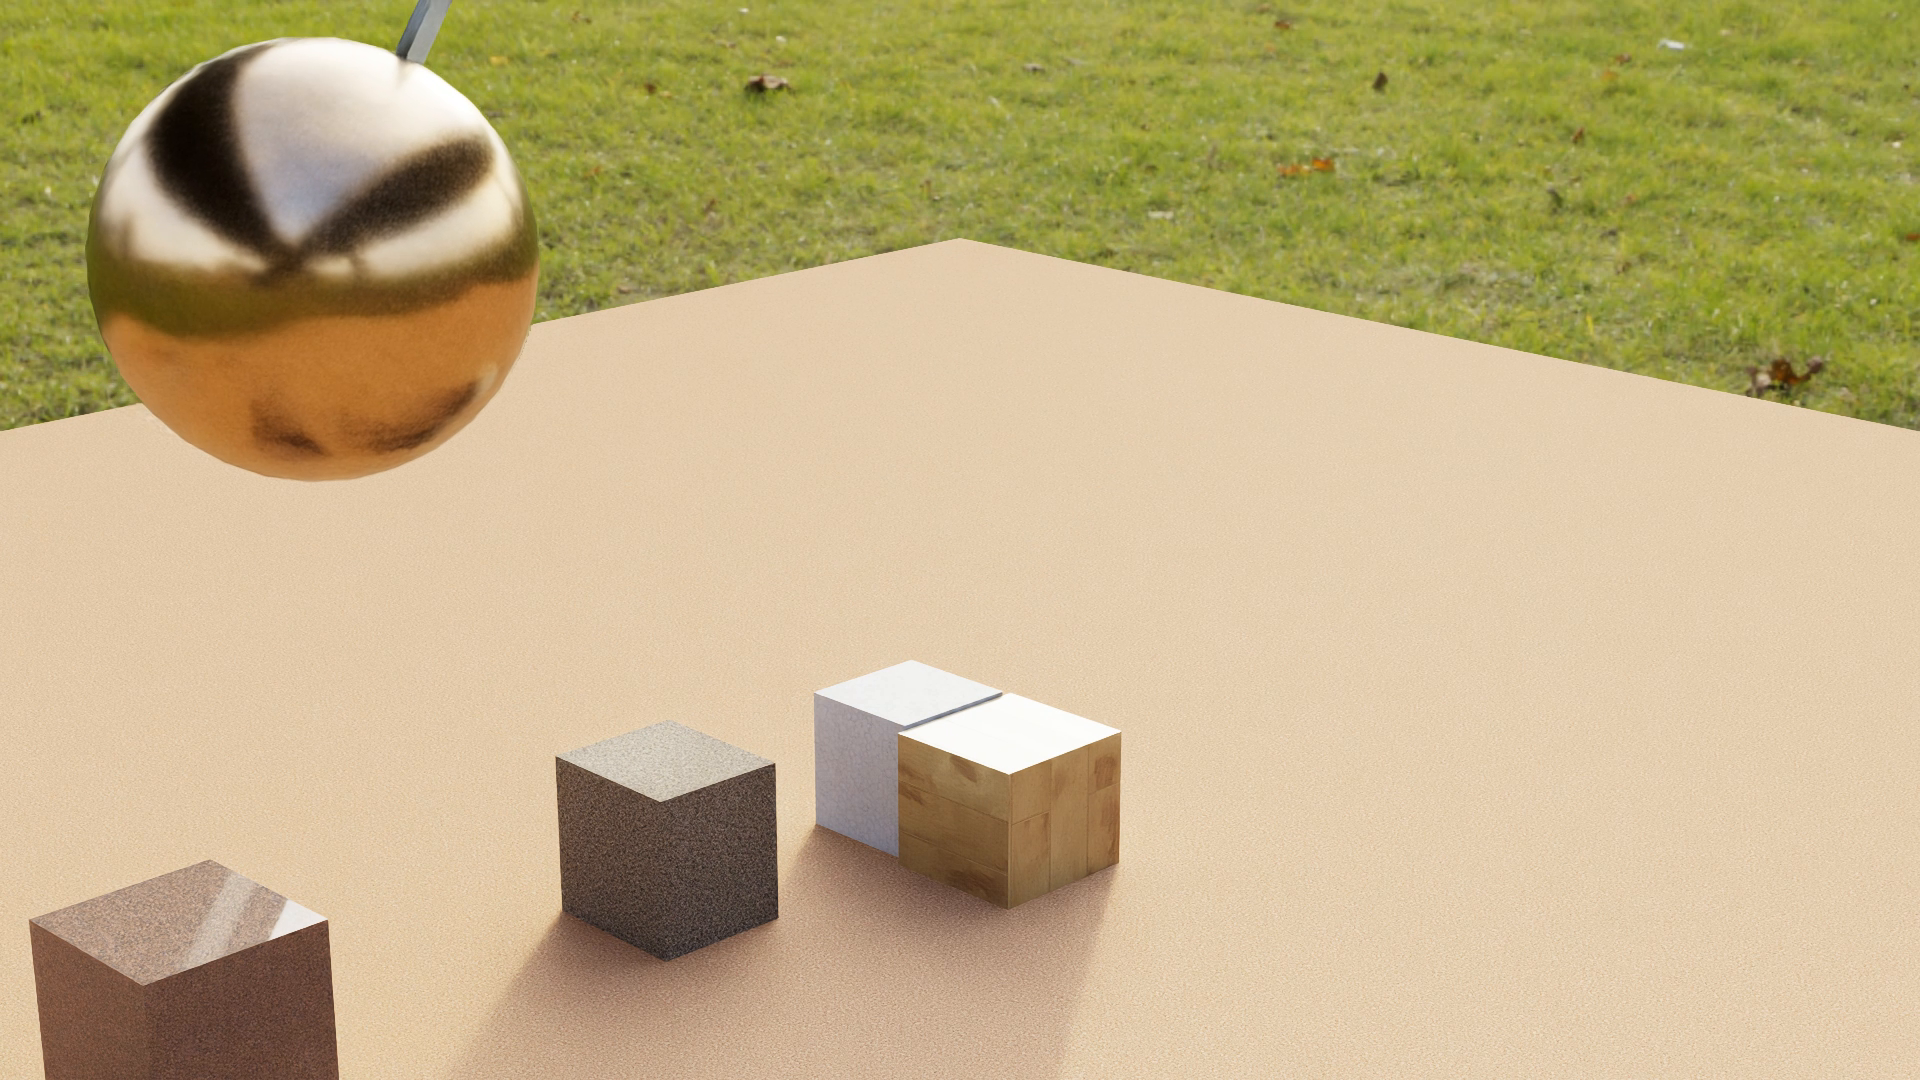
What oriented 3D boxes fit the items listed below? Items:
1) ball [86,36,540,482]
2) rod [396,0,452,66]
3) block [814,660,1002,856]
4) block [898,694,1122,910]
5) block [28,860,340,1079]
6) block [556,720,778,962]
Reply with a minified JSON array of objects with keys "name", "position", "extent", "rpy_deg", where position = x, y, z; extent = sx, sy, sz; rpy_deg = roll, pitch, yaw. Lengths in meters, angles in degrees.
[{"name":"ball","position":[-2.324,-1.009,10.588],"extent":[1.600,1.600,1.600],"rpy_deg":[0,17,0]},{"name":"rod","position":[-1.007,-4.118,10.992],"extent":[0.080,5.200,0.080],"rpy_deg":[17,-9,42]},{"name":"block","position":[-0.244,1.035,13.936],"extent":[0.641,0.669,0.621],"rpy_deg":[-17,24,-42]},{"name":"block","position":[0.227,1.188,13.479],"extent":[0.740,0.652,0.704],"rpy_deg":[-17,24,-42]},{"name":"block","position":[-3.015,1.803,11.417],"extent":[0.826,0.713,0.806],"rpy_deg":[16,24,42]},{"name":"block","position":[-1.290,1.312,12.934],"extent":[0.640,0.741,0.735],"rpy_deg":[-16,24,-42]}]
